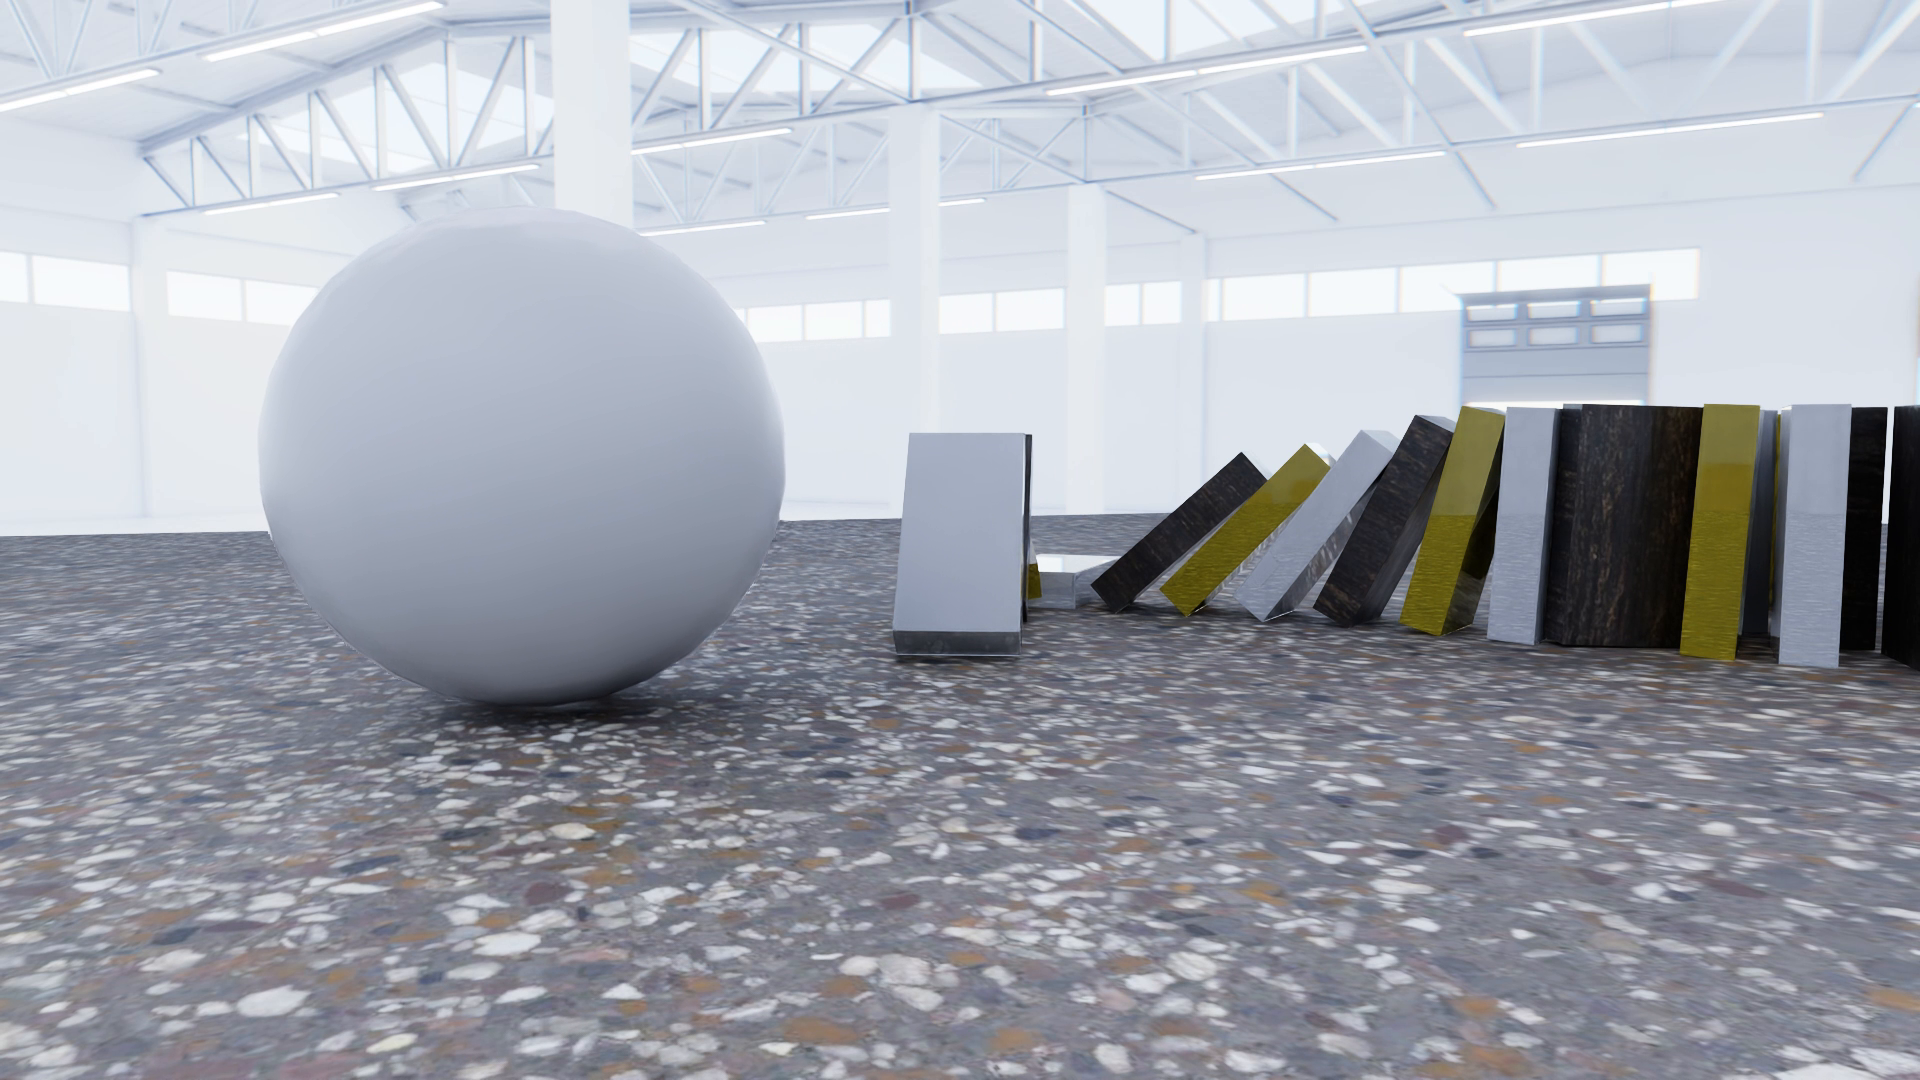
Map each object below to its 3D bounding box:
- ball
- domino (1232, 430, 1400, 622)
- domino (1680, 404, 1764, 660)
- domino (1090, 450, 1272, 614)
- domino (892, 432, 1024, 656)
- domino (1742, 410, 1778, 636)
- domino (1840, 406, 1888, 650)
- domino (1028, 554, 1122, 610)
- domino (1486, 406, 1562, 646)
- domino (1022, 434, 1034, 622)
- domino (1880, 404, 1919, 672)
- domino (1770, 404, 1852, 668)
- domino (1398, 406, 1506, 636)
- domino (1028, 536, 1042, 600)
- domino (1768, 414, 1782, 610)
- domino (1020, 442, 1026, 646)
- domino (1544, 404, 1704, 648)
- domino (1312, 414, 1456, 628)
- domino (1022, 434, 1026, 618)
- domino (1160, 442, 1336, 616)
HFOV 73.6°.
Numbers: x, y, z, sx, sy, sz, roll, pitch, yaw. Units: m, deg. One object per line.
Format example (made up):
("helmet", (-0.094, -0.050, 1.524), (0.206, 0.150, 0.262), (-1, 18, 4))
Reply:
("ball", (-0.068, -0.013, 0.208), (0.080, 0.080, 0.080), (0, 4, 0))
("domino", (0.088, -0.004, 0.310), (0.009, 0.050, 0.025), (43, 24, 22))
("domino", (0.156, -0.002, 0.262), (0.009, 0.050, 0.025), (6, 7, 33))
("domino", (0.057, -0.002, 0.327), (0.050, 0.009, 0.025), (-43, -9, 16))
("domino", (0.001, 0.000, 0.269), (0.025, 0.050, 0.009), (0, -34, 4))
("domino", (0.168, -0.004, 0.285), (0.025, 0.050, 0.009), (-2, 5, -27))
("domino", (0.186, -0.003, 0.276), (0.009, 0.050, 0.025), (1, 4, 10))
("domino", (0.027, 0.011, 0.358), (0.025, 0.009, 0.050), (2, 5, 21))
("domino", (0.126, -0.004, 0.281), (0.009, 0.050, 0.025), (7, 8, 37))
("domino", (0.005, -0.004, 0.318), (0.025, 0.050, 0.009), (0, -34, 6))
("domino", (0.187, -0.001, 0.246), (0.009, 0.050, 0.025), (2, 5, 20))
("domino", (0.168, -0.002, 0.255), (0.009, 0.050, 0.025), (2, 5, 29))
("domino", (0.115, -0.005, 0.291), (0.009, 0.050, 0.025), (21, 16, 34))
("domino", (0.006, 0.002, 0.340), (0.025, 0.010, 0.050), (-8, 24, 0))
("domino", (0.209, -0.008, 0.338), (0.010, 0.050, 0.025), (0, 4, 5))
("domino", (0.001, -0.001, 0.281), (0.025, 0.050, 0.009), (0, -34, 4))
("domino", (0.139, -0.003, 0.269), (0.025, 0.050, 0.009), (2, 7, 2))
("domino", (0.102, -0.004, 0.300), (0.009, 0.050, 0.025), (33, 21, 28))
("domino", (0.003, -0.003, 0.305), (0.025, 0.050, 0.009), (0, -35, 4))
("domino", (0.073, -0.003, 0.321), (0.009, 0.050, 0.025), (47, 19, 13))
